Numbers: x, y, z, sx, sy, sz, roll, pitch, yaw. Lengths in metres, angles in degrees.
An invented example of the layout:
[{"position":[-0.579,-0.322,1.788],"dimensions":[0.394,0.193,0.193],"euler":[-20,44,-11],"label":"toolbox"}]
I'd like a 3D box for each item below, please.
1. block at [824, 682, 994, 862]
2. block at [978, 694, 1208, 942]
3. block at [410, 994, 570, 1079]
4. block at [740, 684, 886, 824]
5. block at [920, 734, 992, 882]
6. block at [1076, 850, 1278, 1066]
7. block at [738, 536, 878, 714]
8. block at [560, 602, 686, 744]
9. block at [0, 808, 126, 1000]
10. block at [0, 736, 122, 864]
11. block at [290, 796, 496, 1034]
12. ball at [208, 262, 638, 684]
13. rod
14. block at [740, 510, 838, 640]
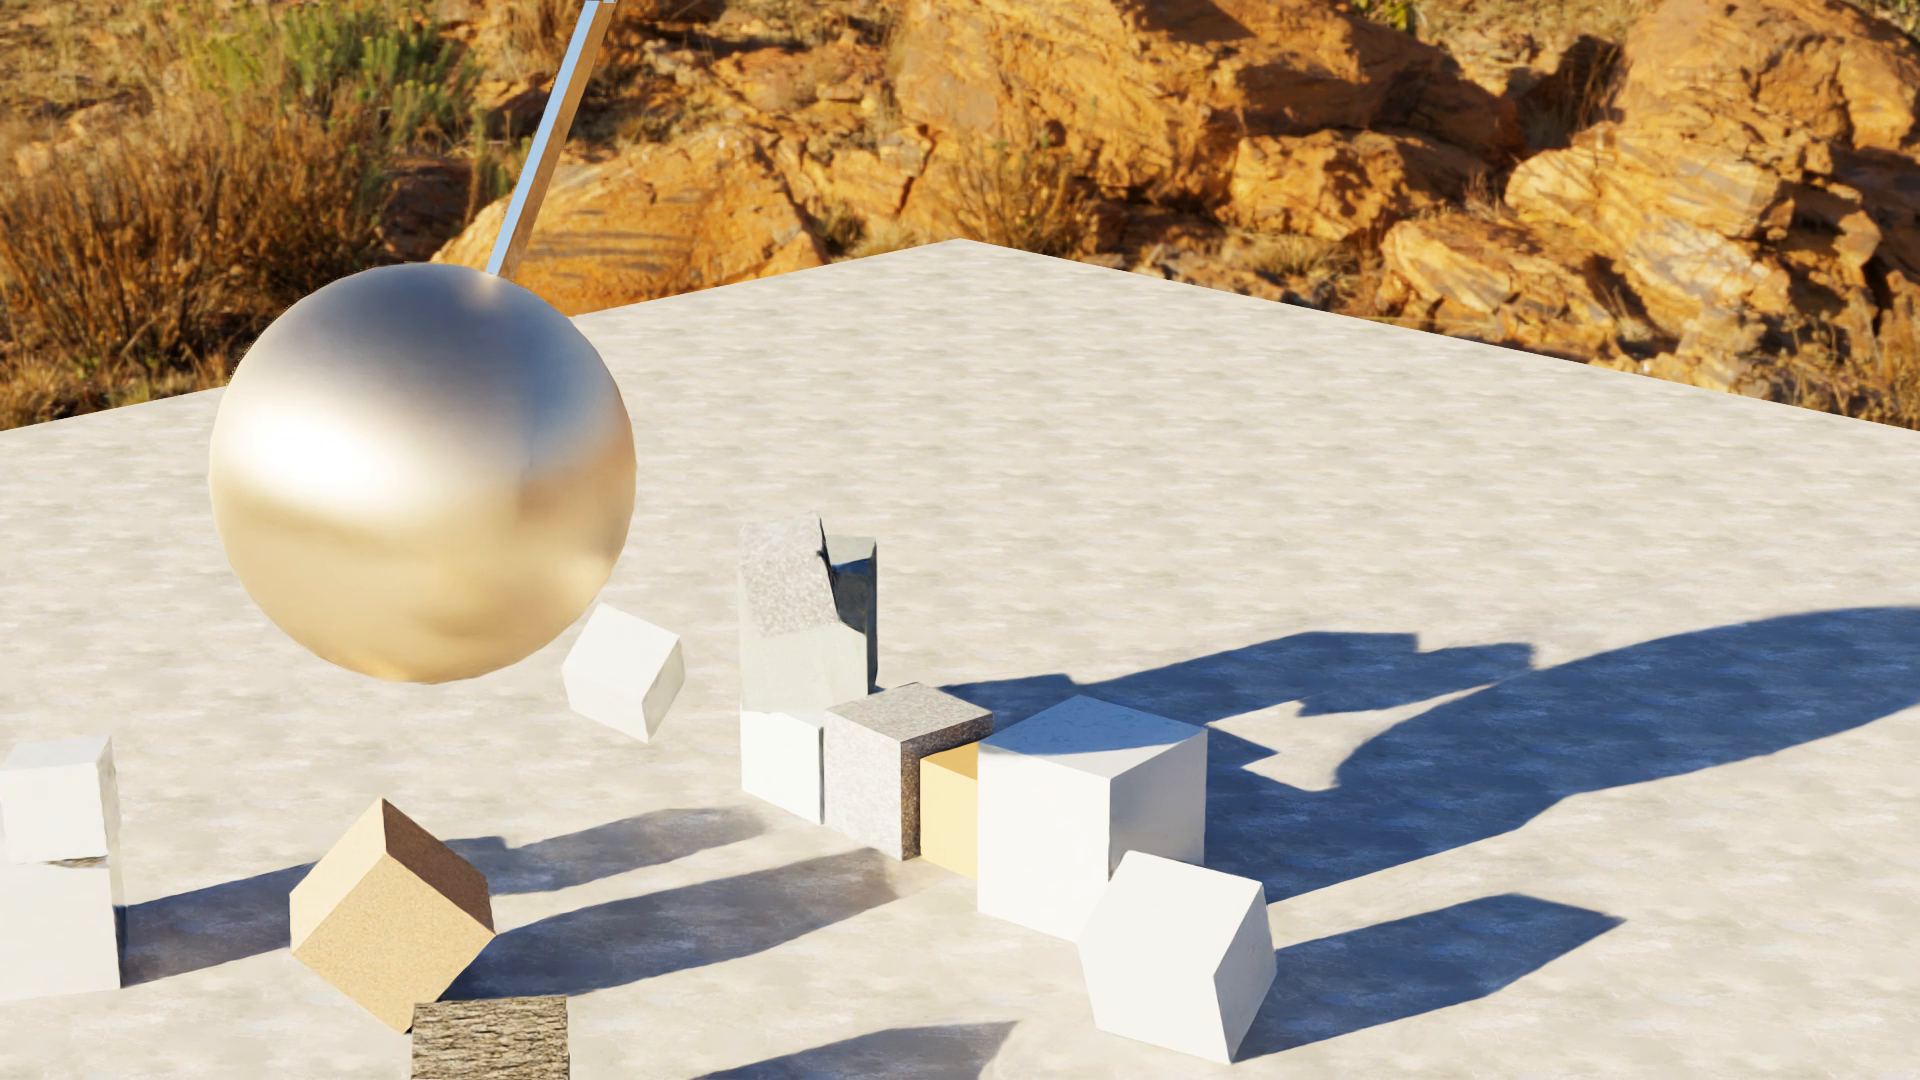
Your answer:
[{"position":[-0.243,1.088,13.894],"dimensions":[0.572,0.593,0.562],"euler":[-15,23,-39],"label":"block"},{"position":[0.588,1.245,13.032],"dimensions":[0.706,0.810,0.749],"euler":[13,22,36],"label":"block"},{"position":[-1.693,2.064,10.644],"dimensions":[0.553,0.553,0.565],"euler":[-2,33,-8],"label":"block"},{"position":[-0.655,1.000,14.336],"dimensions":[0.585,0.495,0.593],"euler":[-15,23,-40],"label":"block"},{"position":[0.161,1.248,13.550],"dimensions":[0.468,0.494,0.501],"euler":[-16,24,-41],"label":"block"},{"position":[0.879,1.675,11.793],"dimensions":[0.589,0.548,0.505],"euler":[11,46,26],"label":"block"},{"position":[-0.729,0.402,14.225],"dimensions":[0.608,0.711,0.578],"euler":[1,18,3],"label":"block"},{"position":[-1.637,0.650,14.320],"dimensions":[0.435,0.455,0.397],"euler":[22,63,12],"label":"block"},{"position":[-3.881,1.526,12.478],"dimensions":[0.572,0.606,0.644],"euler":[-4,18,-12],"label":"block"},{"position":[-3.726,1.073,12.151],"dimensions":[0.391,0.395,0.425],"euler":[-5,12,-7],"label":"block"},{"position":[-2.344,1.542,12.087],"dimensions":[0.579,0.567,0.604],"euler":[42,4,-21],"label":"block"},{"position":[-2.029,-0.252,11.135],"dimensions":[1.600,1.600,1.600],"euler":[0,17,0],"label":"ball"},{"position":[-0.879,-3.445,11.337],"dimensions":[0.080,5.200,0.080],"euler":[17,-5,42],"label":"rod"},{"position":[-0.787,0.158,13.459],"dimensions":[0.376,0.383,0.443],"euler":[-11,25,0],"label":"block"}]
